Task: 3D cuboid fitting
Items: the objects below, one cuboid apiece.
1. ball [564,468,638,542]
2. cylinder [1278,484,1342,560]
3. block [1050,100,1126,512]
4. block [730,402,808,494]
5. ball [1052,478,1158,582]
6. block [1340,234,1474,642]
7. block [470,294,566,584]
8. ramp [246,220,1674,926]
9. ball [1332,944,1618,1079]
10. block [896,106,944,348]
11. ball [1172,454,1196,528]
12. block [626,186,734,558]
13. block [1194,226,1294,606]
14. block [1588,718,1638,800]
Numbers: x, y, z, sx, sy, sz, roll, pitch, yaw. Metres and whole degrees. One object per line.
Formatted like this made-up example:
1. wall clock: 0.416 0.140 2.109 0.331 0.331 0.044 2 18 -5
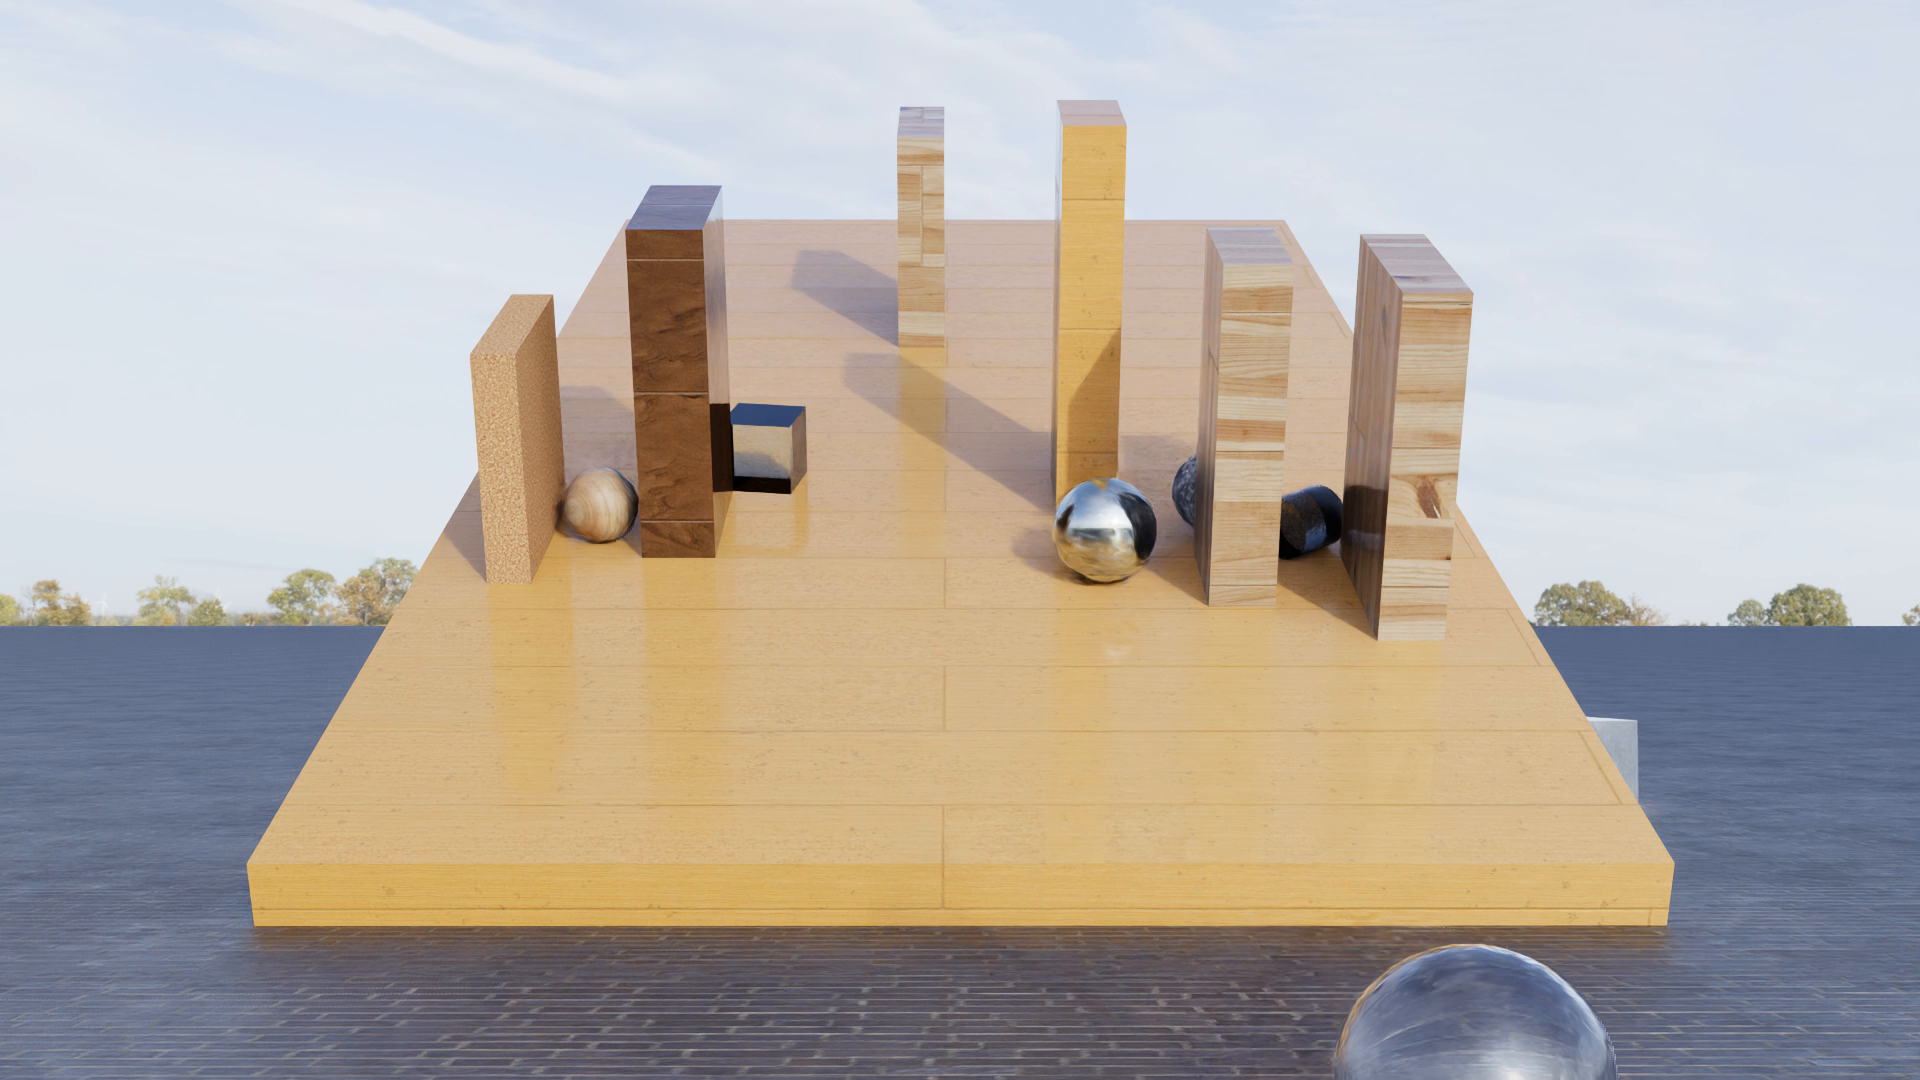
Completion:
1. ball: -0.685 -0.067 4.355 0.141 0.141 0.141 0 -2 0
2. cylinder: 0.646 -0.034 4.307 0.117 0.117 0.117 -18 10 -39
3. block: 0.248 -0.452 4.479 0.119 0.775 0.269 0 21 0
4. block: -0.401 -0.188 4.670 0.143 0.143 0.143 4 21 9
5. ball: 0.264 -0.019 4.161 0.191 0.191 0.191 0 -2 0
6. block: 0.776 -0.188 4.010 0.115 0.616 0.415 0 21 0
7. block: -0.824 -0.197 4.281 0.080 0.435 0.415 0 21 0
8. ramp: -0.006 -0.214 5.079 2.000 0.100 4.000 0 21 0
9. ball: 0.368 0.391 1.633 0.200 0.200 0.200 0 -2 0
10. block: -0.095 -0.790 5.717 0.113 0.520 0.406 0 21 0
11. ball: 0.488 -0.094 4.374 0.160 0.160 0.160 0 -2 0
12. block: -0.529 -0.327 4.351 0.138 0.628 0.373 0 21 0
13. block: 0.503 -0.223 4.088 0.119 0.625 0.282 0 21 0
14. block: 1.484 0.527 5.469 0.194 0.194 0.194 1 -2 -21
